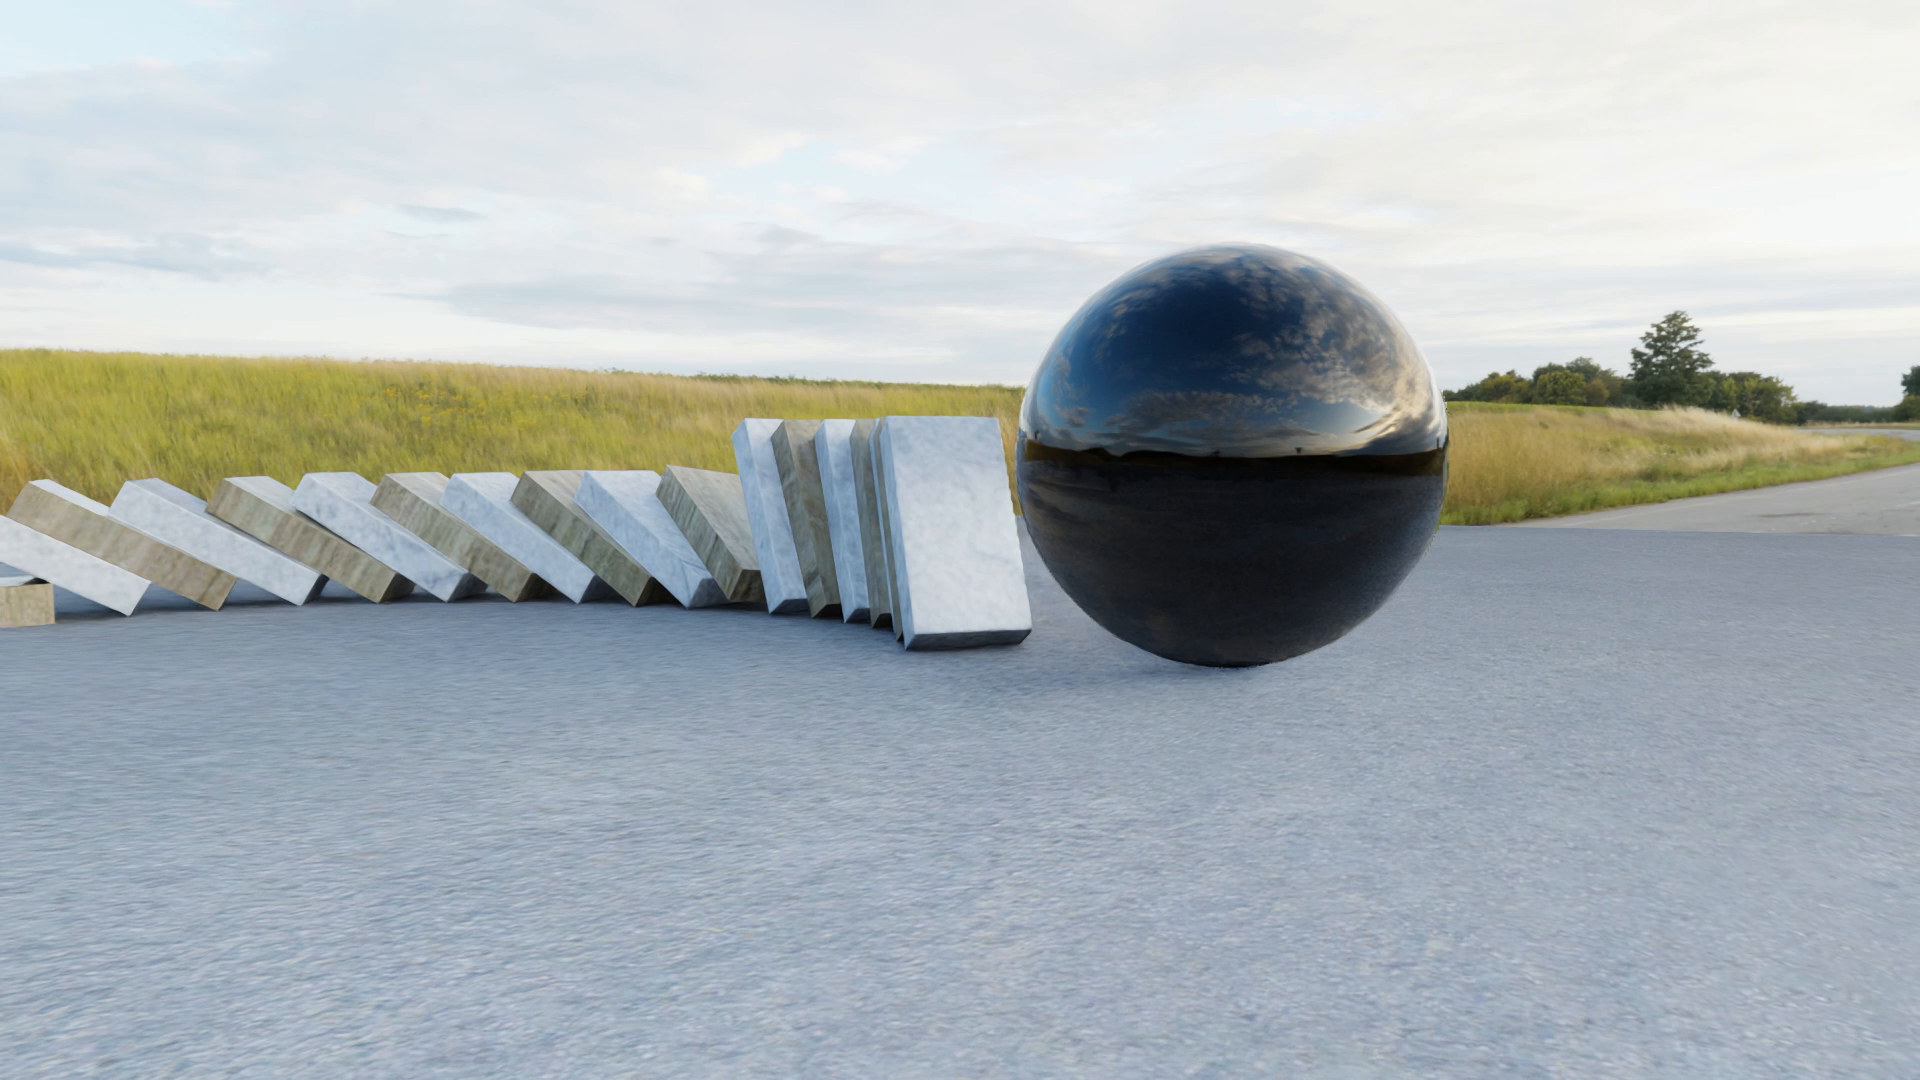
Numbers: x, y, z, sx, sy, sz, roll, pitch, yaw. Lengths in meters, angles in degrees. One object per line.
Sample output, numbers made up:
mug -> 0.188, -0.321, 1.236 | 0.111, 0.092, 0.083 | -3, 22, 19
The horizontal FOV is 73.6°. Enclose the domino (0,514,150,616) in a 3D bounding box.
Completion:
domino -> -0.226, 0.002, 0.310 | 0.025, 0.010, 0.050 | 6, -24, 48

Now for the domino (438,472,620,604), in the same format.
domino -> -0.116, -0.001, 0.356 | 0.050, 0.010, 0.025 | 34, 12, 11

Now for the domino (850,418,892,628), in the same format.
domino -> -0.011, -0.005, 0.305 | 0.025, 0.050, 0.009 | -1, -24, -17

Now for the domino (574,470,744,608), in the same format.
domino -> -0.079, -0.001, 0.347 | 0.050, 0.010, 0.025 | 39, 21, 25

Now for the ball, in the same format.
ball -> 0.050, -0.016, 0.244 | 0.080, 0.080, 0.080 | 0, 4, 0

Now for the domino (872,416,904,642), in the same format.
domino -> -0.004, -0.003, 0.285 | 0.025, 0.050, 0.010 | -1, -24, -16

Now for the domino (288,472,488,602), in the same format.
domino -> -0.155, -0.001, 0.355 | 0.050, 0.009, 0.025 | 32, 5, 0

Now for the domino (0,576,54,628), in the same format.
domino -> -0.242, 0.016, 0.297 | 0.050, 0.009, 0.025 | -4, 6, -40

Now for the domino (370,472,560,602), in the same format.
domino -> -0.135, -0.001, 0.358 | 0.050, 0.010, 0.025 | 33, 9, 7

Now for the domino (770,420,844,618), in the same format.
domino -> -0.030, -0.006, 0.323 | 0.025, 0.050, 0.009 | -3, -23, -32

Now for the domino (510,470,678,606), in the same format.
domino -> -0.097, -0.001, 0.353 | 0.050, 0.009, 0.025 | 36, 18, 18

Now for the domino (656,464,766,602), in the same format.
domino -> -0.060, -0.002, 0.344 | 0.025, 0.009, 0.050 | 7, 29, -42

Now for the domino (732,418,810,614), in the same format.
domino -> -0.041, -0.007, 0.329 | 0.025, 0.050, 0.010 | -2, -24, -34

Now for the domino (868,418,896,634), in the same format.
domino -> -0.005, -0.004, 0.296 | 0.025, 0.050, 0.009 | -1, -24, -17

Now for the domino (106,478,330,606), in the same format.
domino -> -0.194, 0.000, 0.341 | 0.050, 0.009, 0.025 | 30, -5, -16

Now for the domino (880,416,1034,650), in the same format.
domino -> -0.001, -0.002, 0.274 | 0.025, 0.050, 0.009 | -1, -24, -16

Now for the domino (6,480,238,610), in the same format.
domino -> -0.212, 0.001, 0.328 | 0.050, 0.009, 0.025 | 31, -10, -25

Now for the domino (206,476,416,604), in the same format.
domino -> -0.175, -0.001, 0.351 | 0.050, 0.009, 0.025 | 30, 2, -6

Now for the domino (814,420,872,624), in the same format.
domino -> -0.019, -0.005, 0.315 | 0.025, 0.050, 0.010 | -2, -24, -23
